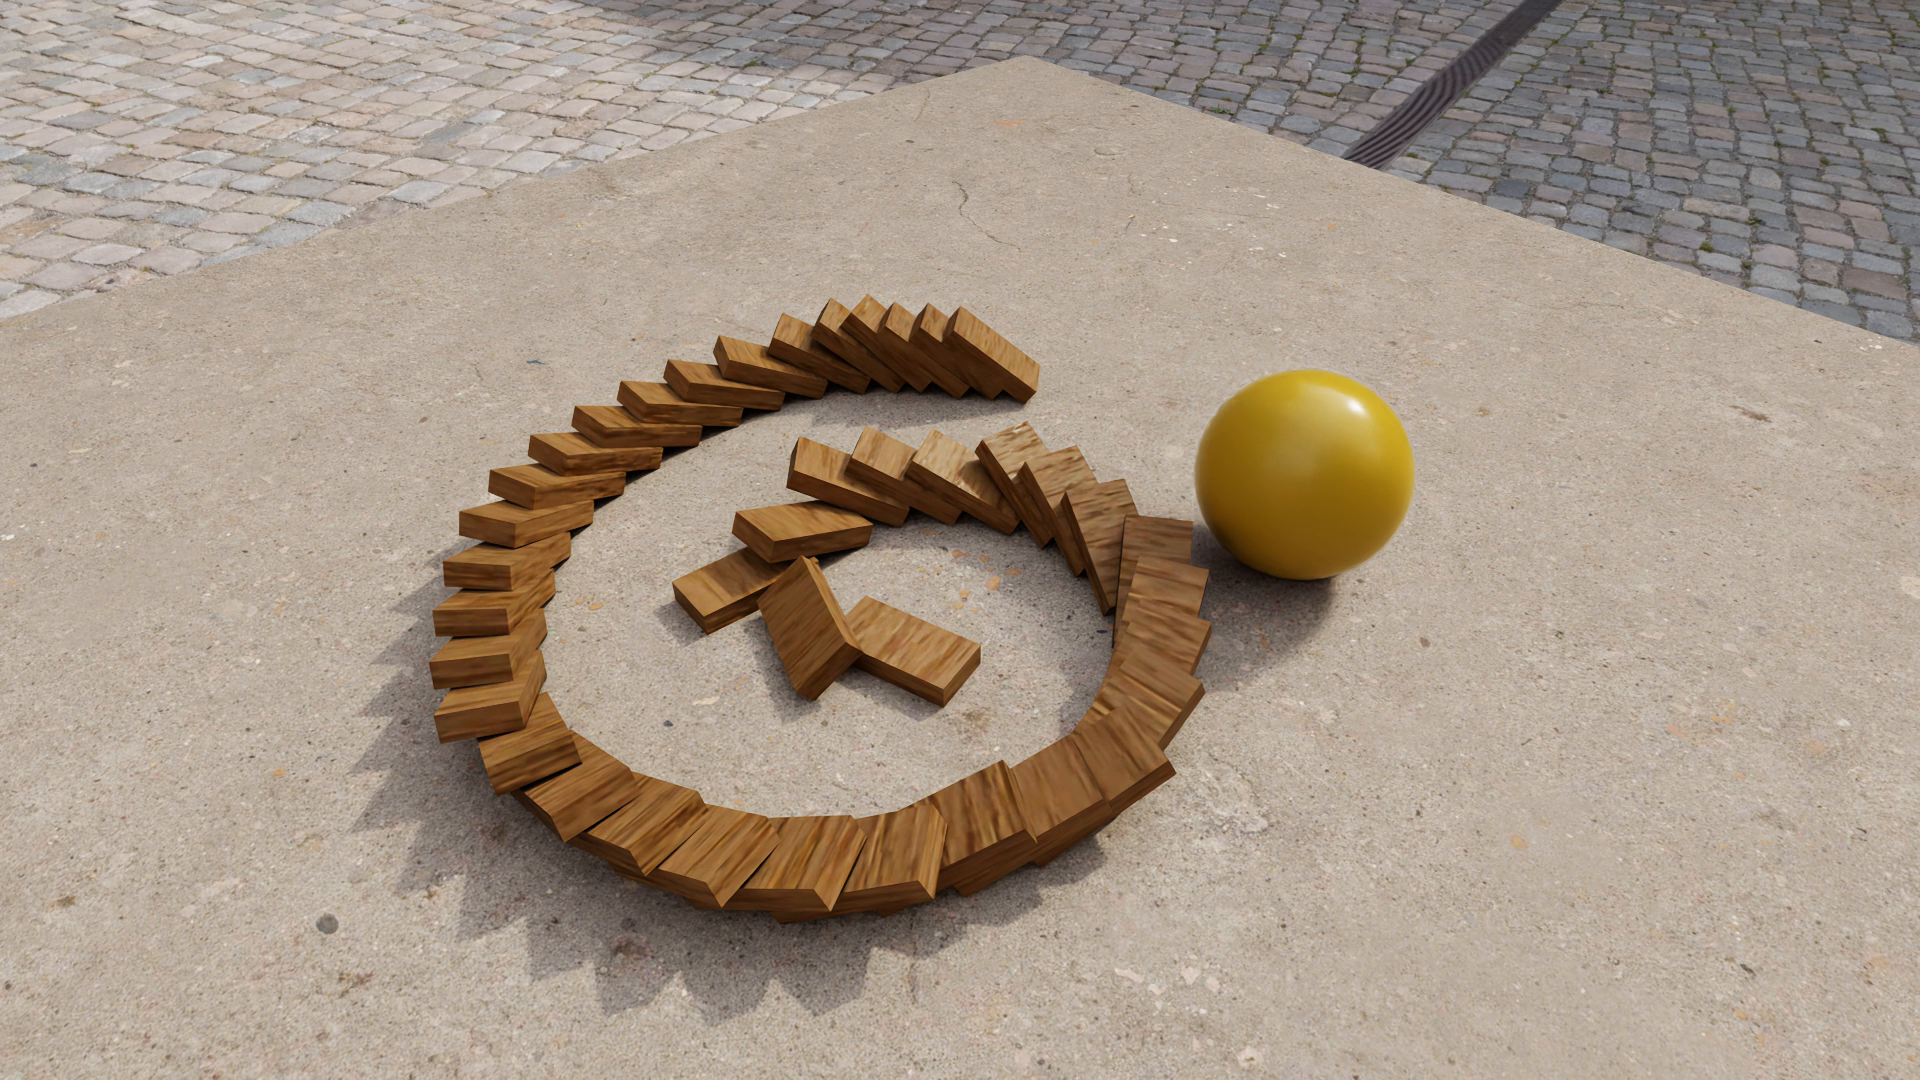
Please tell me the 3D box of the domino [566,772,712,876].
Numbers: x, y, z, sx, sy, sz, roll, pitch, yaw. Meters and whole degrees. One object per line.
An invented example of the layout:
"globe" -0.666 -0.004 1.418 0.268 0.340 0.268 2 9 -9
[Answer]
"domino" -0.099 0.082 0.327 0.050 0.009 0.025 1 31 44

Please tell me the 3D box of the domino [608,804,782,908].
"domino" -0.078 0.089 0.319 0.050 0.010 0.025 -2 31 40

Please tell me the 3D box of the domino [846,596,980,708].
"domino" -0.020 0.039 0.395 0.050 0.009 0.025 21 44 24

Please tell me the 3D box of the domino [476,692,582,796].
"domino" -0.138 0.064 0.349 0.025 0.009 0.050 -22 18 -24

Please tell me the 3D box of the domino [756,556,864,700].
"domino" -0.055 0.031 0.395 0.025 0.010 0.050 -45 44 10

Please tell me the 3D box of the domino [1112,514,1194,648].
"domino" 0.071 0.016 0.405 0.025 0.009 0.050 7 68 5

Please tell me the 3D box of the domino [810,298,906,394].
"domino" -0.047 -0.095 0.537 0.050 0.010 0.025 33 37 -17

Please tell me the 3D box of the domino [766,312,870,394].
"domino" -0.067 -0.091 0.538 0.050 0.010 0.025 22 37 -14

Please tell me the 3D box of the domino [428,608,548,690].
"domino" -0.163 0.037 0.382 0.025 0.010 0.050 -6 15 -7

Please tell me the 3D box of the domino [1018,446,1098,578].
"domino" 0.047 -0.012 0.440 0.025 0.010 0.050 -19 70 -25

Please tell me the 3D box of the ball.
"ball" 0.130 -0.025 0.418 0.080 0.080 0.080 0 39 0

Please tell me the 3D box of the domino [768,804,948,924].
"domino" -0.030 0.093 0.314 0.050 0.010 0.025 -16 34 22

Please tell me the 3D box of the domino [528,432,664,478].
"domino" -0.156 -0.038 0.474 0.025 0.009 0.050 26 21 28

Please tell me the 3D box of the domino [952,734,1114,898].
"domino" 0.017 0.082 0.327 0.050 0.010 0.025 -31 43 3

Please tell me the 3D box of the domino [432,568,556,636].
"domino" -0.168 0.022 0.400 0.025 0.010 0.050 -1 14 -2

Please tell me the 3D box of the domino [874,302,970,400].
"domino" -0.016 -0.092 0.533 0.050 0.010 0.025 34 36 -18

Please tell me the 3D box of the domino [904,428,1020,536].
"domino" 0.004 -0.024 0.457 0.050 0.010 0.025 30 43 -3

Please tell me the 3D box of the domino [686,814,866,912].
"domino" -0.054 0.092 0.314 0.050 0.009 0.025 -10 32 30

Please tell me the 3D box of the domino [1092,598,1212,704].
"domino" 0.063 0.047 0.369 0.025 0.009 0.050 20 70 23

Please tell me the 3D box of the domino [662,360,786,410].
"domino" -0.110 -0.073 0.516 0.050 0.009 0.025 0 31 -42

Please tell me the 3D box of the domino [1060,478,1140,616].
"domino" 0.059 0.002 0.424 0.025 0.010 0.050 -12 68 -15

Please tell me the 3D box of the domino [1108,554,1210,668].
"domino" 0.069 0.032 0.387 0.025 0.010 0.050 14 68 15

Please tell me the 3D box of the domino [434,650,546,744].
"domino" -0.155 0.051 0.365 0.025 0.010 0.050 -9 15 -11

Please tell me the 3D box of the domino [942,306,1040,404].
"domino" 0.016 -0.089 0.530 0.050 0.010 0.025 34 36 -17

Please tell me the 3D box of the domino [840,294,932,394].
"domino" -0.032 -0.096 0.537 0.050 0.010 0.025 39 35 -10

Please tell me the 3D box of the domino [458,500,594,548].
"domino" -0.172 -0.009 0.438 0.025 0.009 0.050 11 15 13

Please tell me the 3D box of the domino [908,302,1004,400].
"domino" 0.000 -0.091 0.532 0.050 0.009 0.025 34 36 -18

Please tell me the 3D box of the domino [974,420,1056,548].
"domino" 0.031 -0.023 0.453 0.025 0.010 0.050 -25 74 -32

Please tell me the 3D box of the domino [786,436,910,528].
"domino" -0.046 -0.024 0.456 0.050 0.009 0.025 19 35 -17

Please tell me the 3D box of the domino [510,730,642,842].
"domino" -0.120 0.074 0.337 0.025 0.009 0.050 -31 23 -32

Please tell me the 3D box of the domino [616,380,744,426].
"domino" -0.128 -0.062 0.504 0.050 0.010 0.025 -4 32 -46

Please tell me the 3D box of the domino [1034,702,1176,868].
"domino" 0.038 0.074 0.336 0.050 0.009 0.025 -35 45 0

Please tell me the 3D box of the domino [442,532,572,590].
"domino" -0.171 0.007 0.419 0.025 0.010 0.050 4 14 4

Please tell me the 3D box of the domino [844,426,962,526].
"domino" -0.021 -0.027 0.460 0.050 0.010 0.025 25 38 -8

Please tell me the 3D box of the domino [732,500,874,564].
"domino" -0.062 -0.004 0.435 0.025 0.009 0.050 34 29 34

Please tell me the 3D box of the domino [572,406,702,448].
"domino" -0.143 -0.051 0.489 0.025 0.010 0.050 31 23 32

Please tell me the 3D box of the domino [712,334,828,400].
"domino" -0.091 -0.083 0.528 0.050 0.009 0.025 9 32 -32

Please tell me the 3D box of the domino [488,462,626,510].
"domino" -0.166 -0.024 0.456 0.025 0.010 0.050 19 18 22

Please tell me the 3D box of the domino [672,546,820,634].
"domino" -0.082 0.016 0.424 0.050 0.010 0.025 -27 47 -29

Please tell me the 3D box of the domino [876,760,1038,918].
"domino" -0.005 0.087 0.321 0.050 0.010 0.025 -27 40 7

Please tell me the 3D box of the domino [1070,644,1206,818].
"domino" 0.053 0.061 0.352 0.025 0.010 0.050 31 75 32
